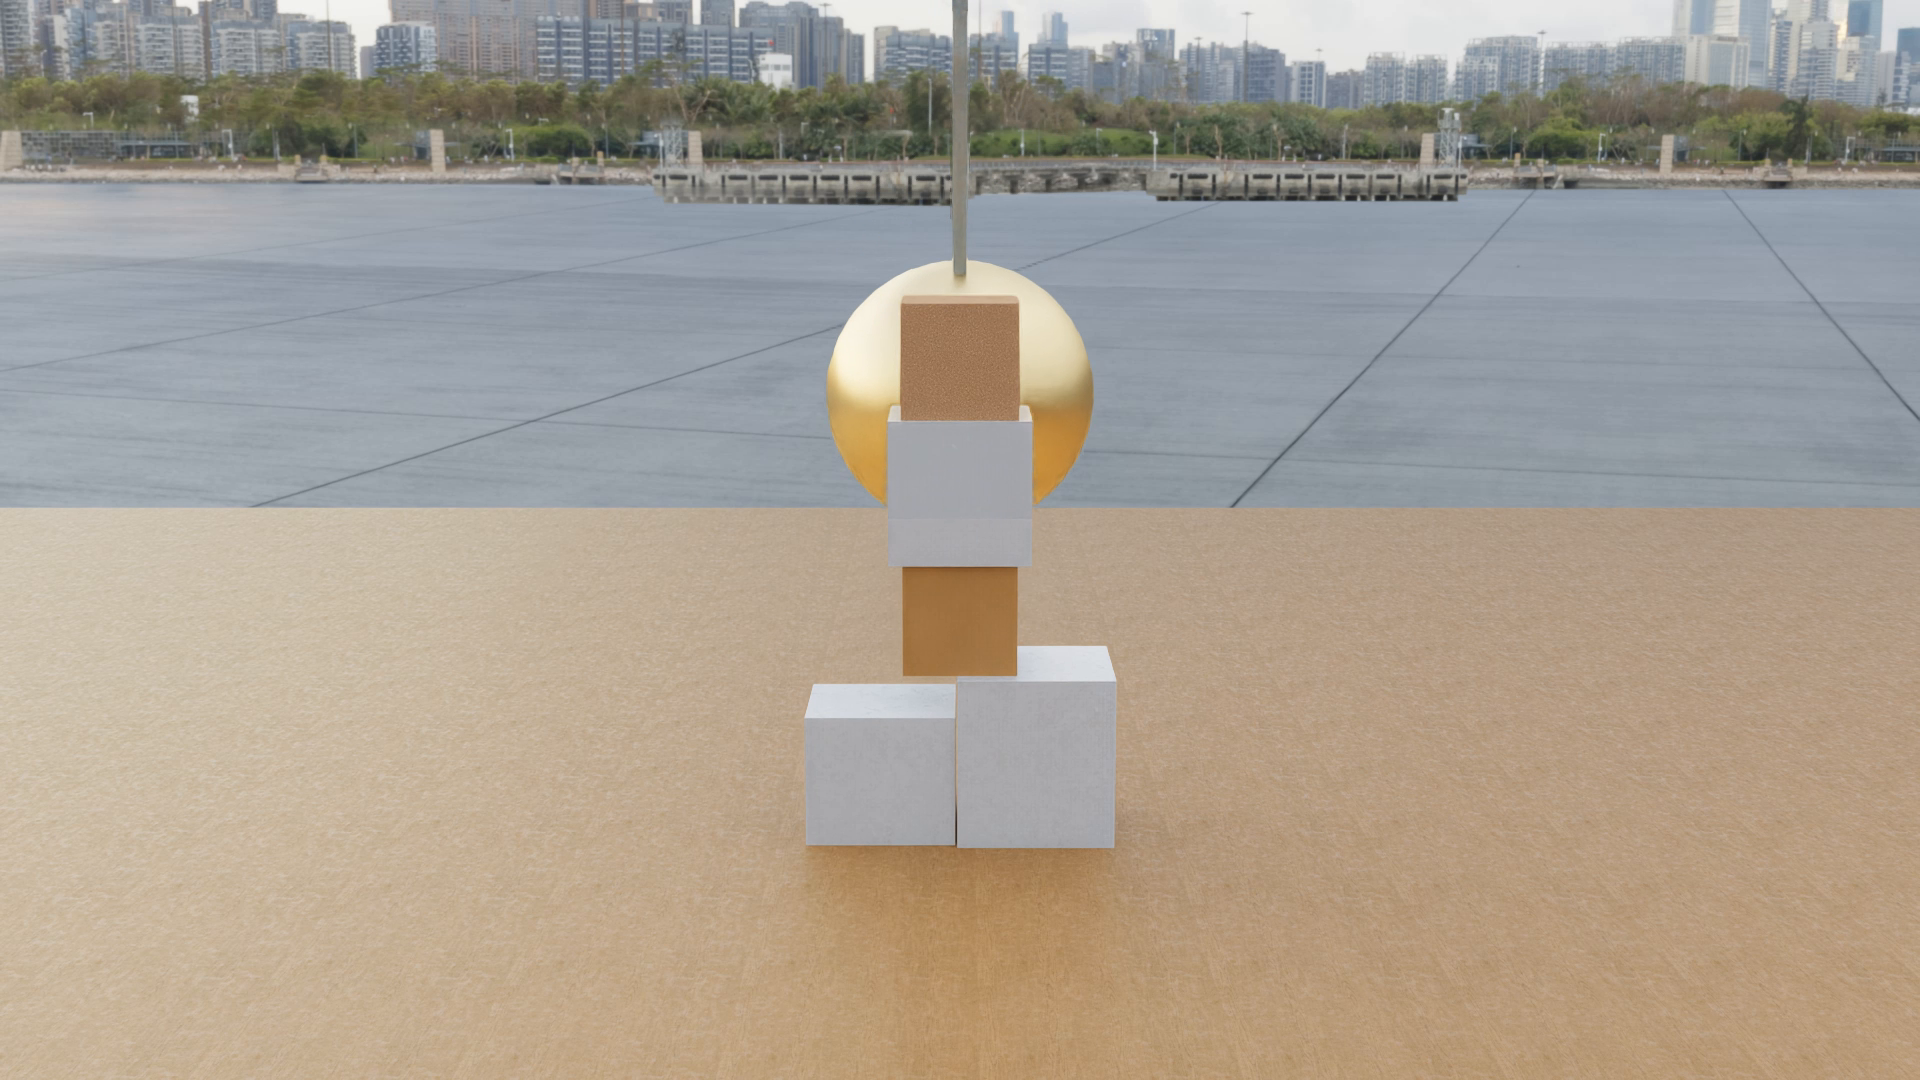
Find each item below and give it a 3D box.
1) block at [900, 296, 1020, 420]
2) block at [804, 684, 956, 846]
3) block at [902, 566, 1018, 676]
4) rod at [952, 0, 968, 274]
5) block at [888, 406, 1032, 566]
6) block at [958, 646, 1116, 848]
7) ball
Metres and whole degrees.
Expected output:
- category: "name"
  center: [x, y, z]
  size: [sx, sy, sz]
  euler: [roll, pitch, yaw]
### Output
- category: "block"
  center: [0.000, -0.916, 11.000]
  size: [0.581, 0.572, 0.577]
  euler: [0, 10, 0]
- category: "block"
  center: [-0.400, 1.152, 11.378]
  size: [0.753, 0.662, 0.697]
  euler: [0, 10, 0]
- category: "block"
  center: [0.000, 0.348, 11.257]
  size: [0.572, 0.564, 0.619]
  euler: [0, 10, 0]
- category: "rod"
  center: [0.000, -3.793, 11.404]
  size: [0.080, 5.200, 0.080]
  euler: [0, 31, 0]
- category: "block"
  center: [0.000, -0.283, 11.133]
  size: [0.710, 0.723, 0.659]
  euler: [0, 10, 0]
- category: "block"
  center: [0.381, 1.055, 11.354]
  size: [0.790, 0.862, 0.773]
  euler: [0, 10, 0]
- category: "ball"
  center: [0.000, -0.865, 13.131]
  size: [1.600, 1.600, 1.600]
  euler: [0, 10, 0]
